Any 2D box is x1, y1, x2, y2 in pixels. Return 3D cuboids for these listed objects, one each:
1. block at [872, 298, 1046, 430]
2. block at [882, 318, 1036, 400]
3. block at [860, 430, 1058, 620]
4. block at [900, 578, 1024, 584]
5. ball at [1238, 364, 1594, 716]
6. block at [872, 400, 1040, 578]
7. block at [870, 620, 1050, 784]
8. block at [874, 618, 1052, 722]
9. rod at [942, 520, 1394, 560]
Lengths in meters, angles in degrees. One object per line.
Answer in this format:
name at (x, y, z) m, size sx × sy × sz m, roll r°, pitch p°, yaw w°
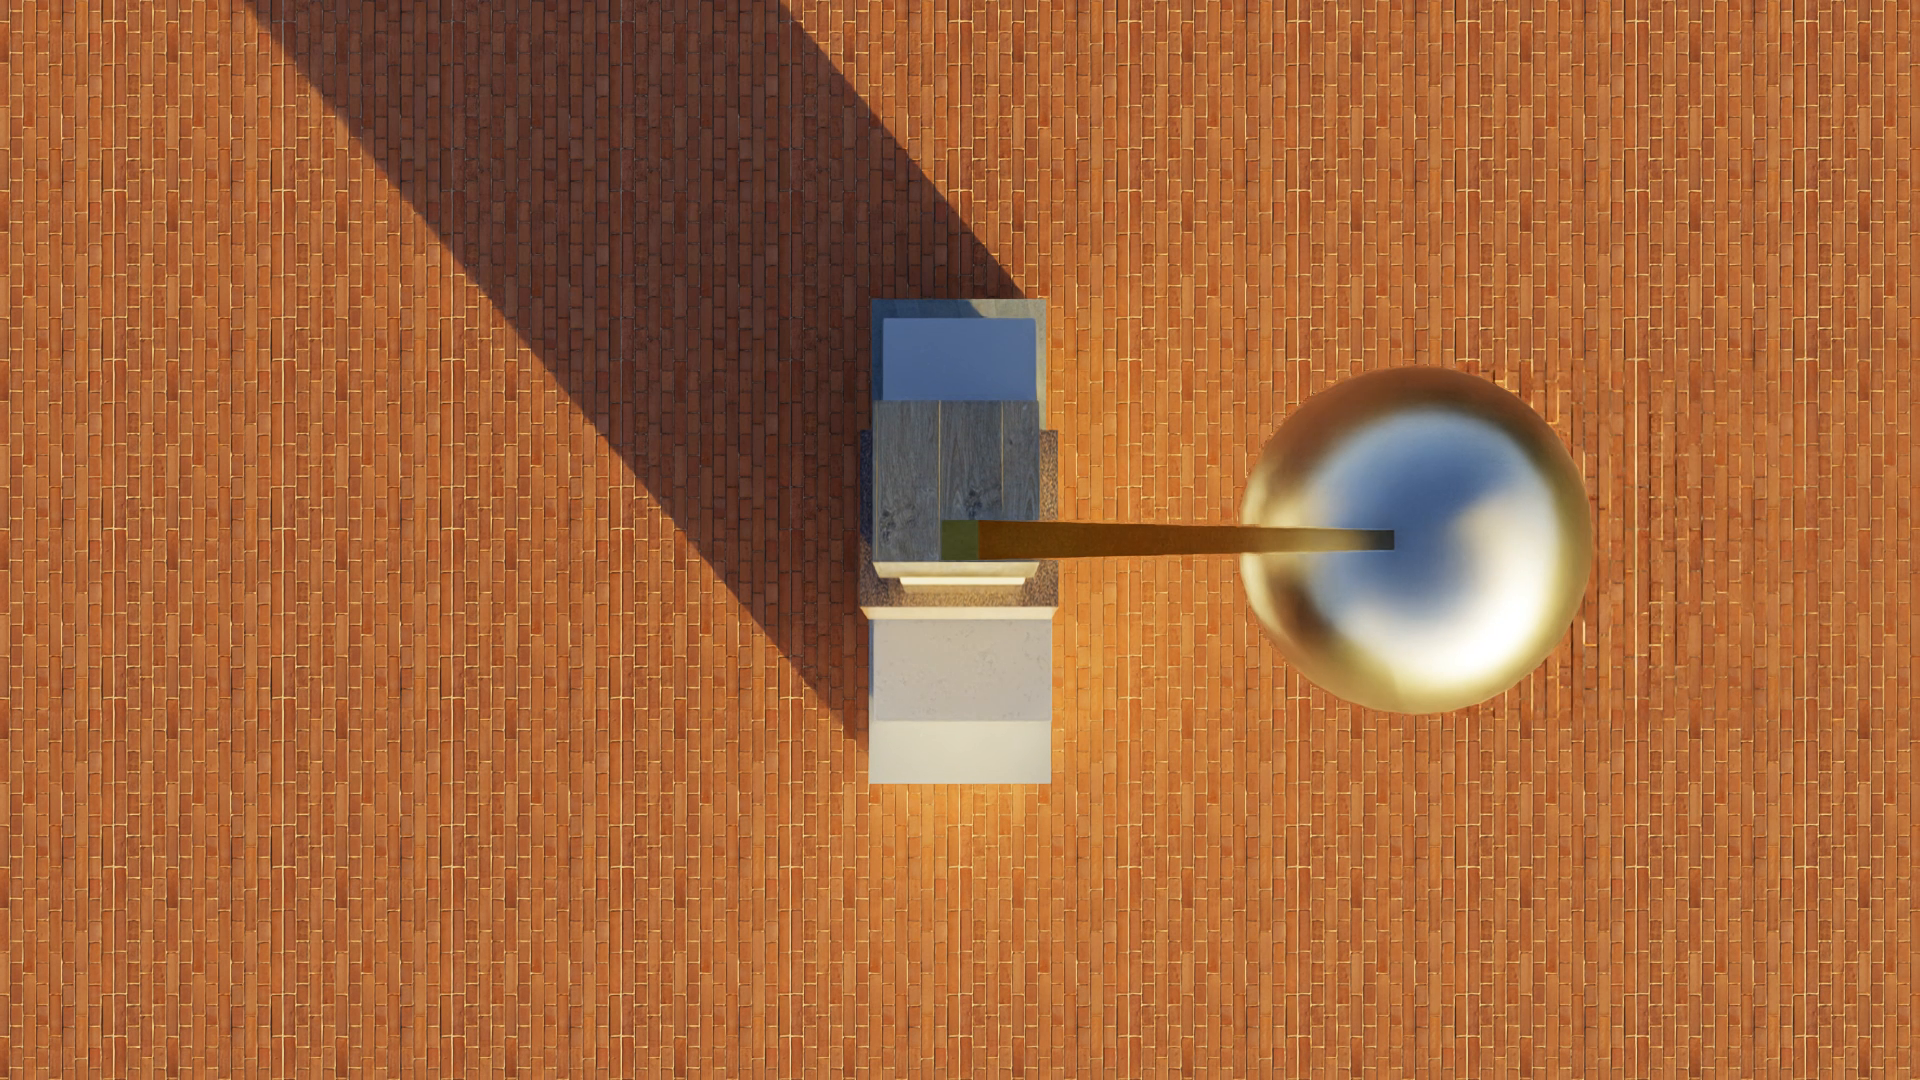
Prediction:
block at (-0.006, -0.894, 12.594) m, size 0.967 × 0.811 × 0.884 m, roll 0°, pitch 90°, yaw 0°
block at (-0.002, -0.632, 11.651) m, size 0.782 × 0.893 × 0.816 m, roll 0°, pitch 75°, yaw 0°
block at (-0.003, -0.057, 10.571) m, size 0.913 × 0.898 × 0.821 m, roll 0°, pitch 84°, yaw 0°
block at (0.011, -0.131, 9.821) m, size 0.556 × 0.610 × 0.609 m, roll 0°, pitch 84°, yaw 0°
ball at (2.074, 0.000, 10.080) m, size 1.600 × 1.600 × 1.600 m, roll 0°, pitch 90°, yaw 0°
block at (-0.015, -0.198, 9.137) m, size 0.664 × 0.765 × 0.650 m, roll 0°, pitch 84°, yaw 0°
block at (0.000, 0.871, 12.531) m, size 0.998 × 0.938 × 0.929 m, roll 0°, pitch 90°, yaw 0°
block at (0.014, 0.407, 11.541) m, size 0.893 × 1.040 × 1.022 m, roll 0°, pitch 89°, yaw 0°
rod at (0.899, 0.000, 6.889) m, size 0.080 × 5.200 × 0.080 m, roll 0°, pitch 90°, yaw 20°
